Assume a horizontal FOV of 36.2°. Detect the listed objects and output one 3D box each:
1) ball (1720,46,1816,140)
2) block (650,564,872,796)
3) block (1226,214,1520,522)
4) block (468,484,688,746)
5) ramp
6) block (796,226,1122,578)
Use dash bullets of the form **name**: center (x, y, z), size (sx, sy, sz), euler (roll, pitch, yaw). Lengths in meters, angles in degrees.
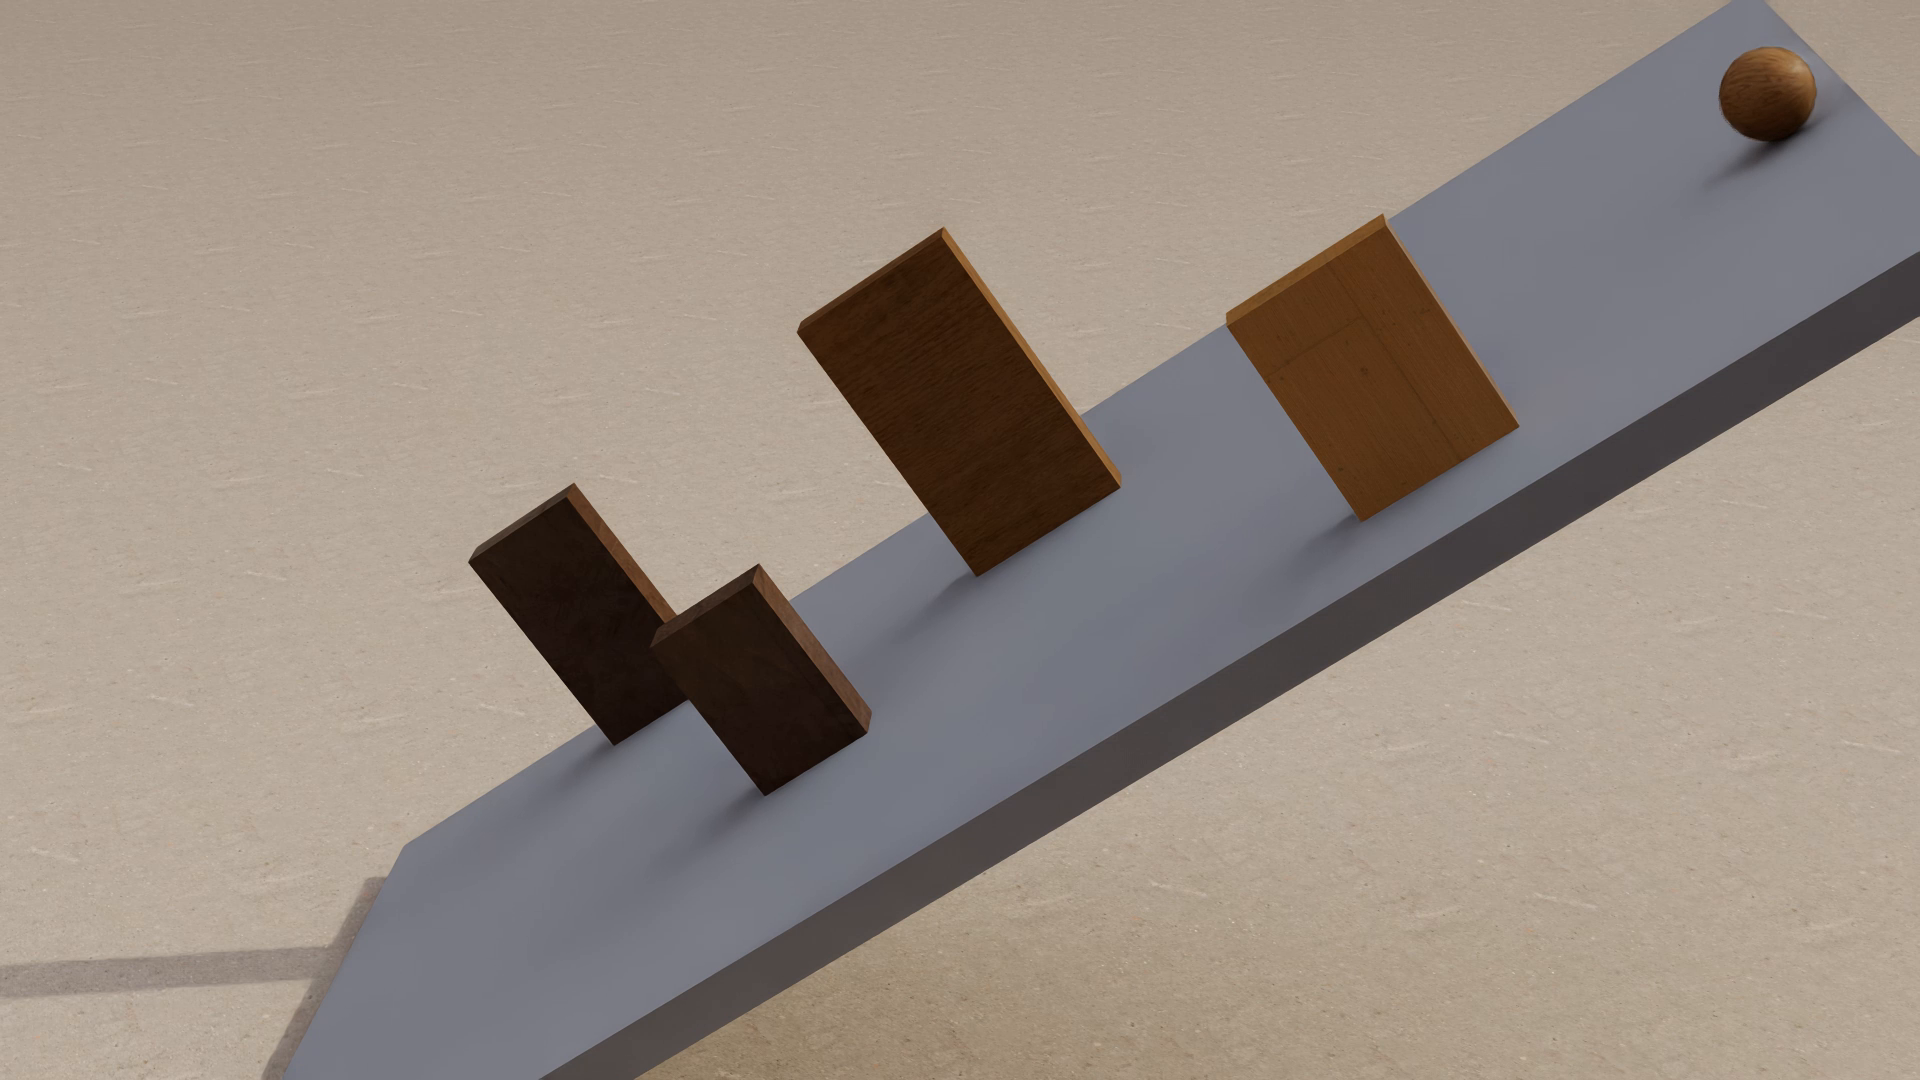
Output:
- **ball**: center (1.571, -0.869, 5.722), size (0.182, 0.182, 0.182), euler (0, 21, 0)
- **block**: center (-0.416, 0.295, 6.182), size (0.268, 0.408, 0.109), euler (-32, 16, 15)
- **block**: center (0.749, -0.310, 5.345), size (0.336, 0.453, 0.084), euler (-32, 16, 15)
- **block**: center (-0.897, 0.185, 7.212), size (0.305, 0.588, 0.100), euler (-32, 16, 15)
- **ramp**: center (0.136, 0.174, 6.305), size (4.000, 0.100, 2.000), euler (-32, 16, 15)
- **block**: center (0.002, -0.299, 6.490), size (0.388, 0.690, 0.082), euler (-32, 16, 15)
